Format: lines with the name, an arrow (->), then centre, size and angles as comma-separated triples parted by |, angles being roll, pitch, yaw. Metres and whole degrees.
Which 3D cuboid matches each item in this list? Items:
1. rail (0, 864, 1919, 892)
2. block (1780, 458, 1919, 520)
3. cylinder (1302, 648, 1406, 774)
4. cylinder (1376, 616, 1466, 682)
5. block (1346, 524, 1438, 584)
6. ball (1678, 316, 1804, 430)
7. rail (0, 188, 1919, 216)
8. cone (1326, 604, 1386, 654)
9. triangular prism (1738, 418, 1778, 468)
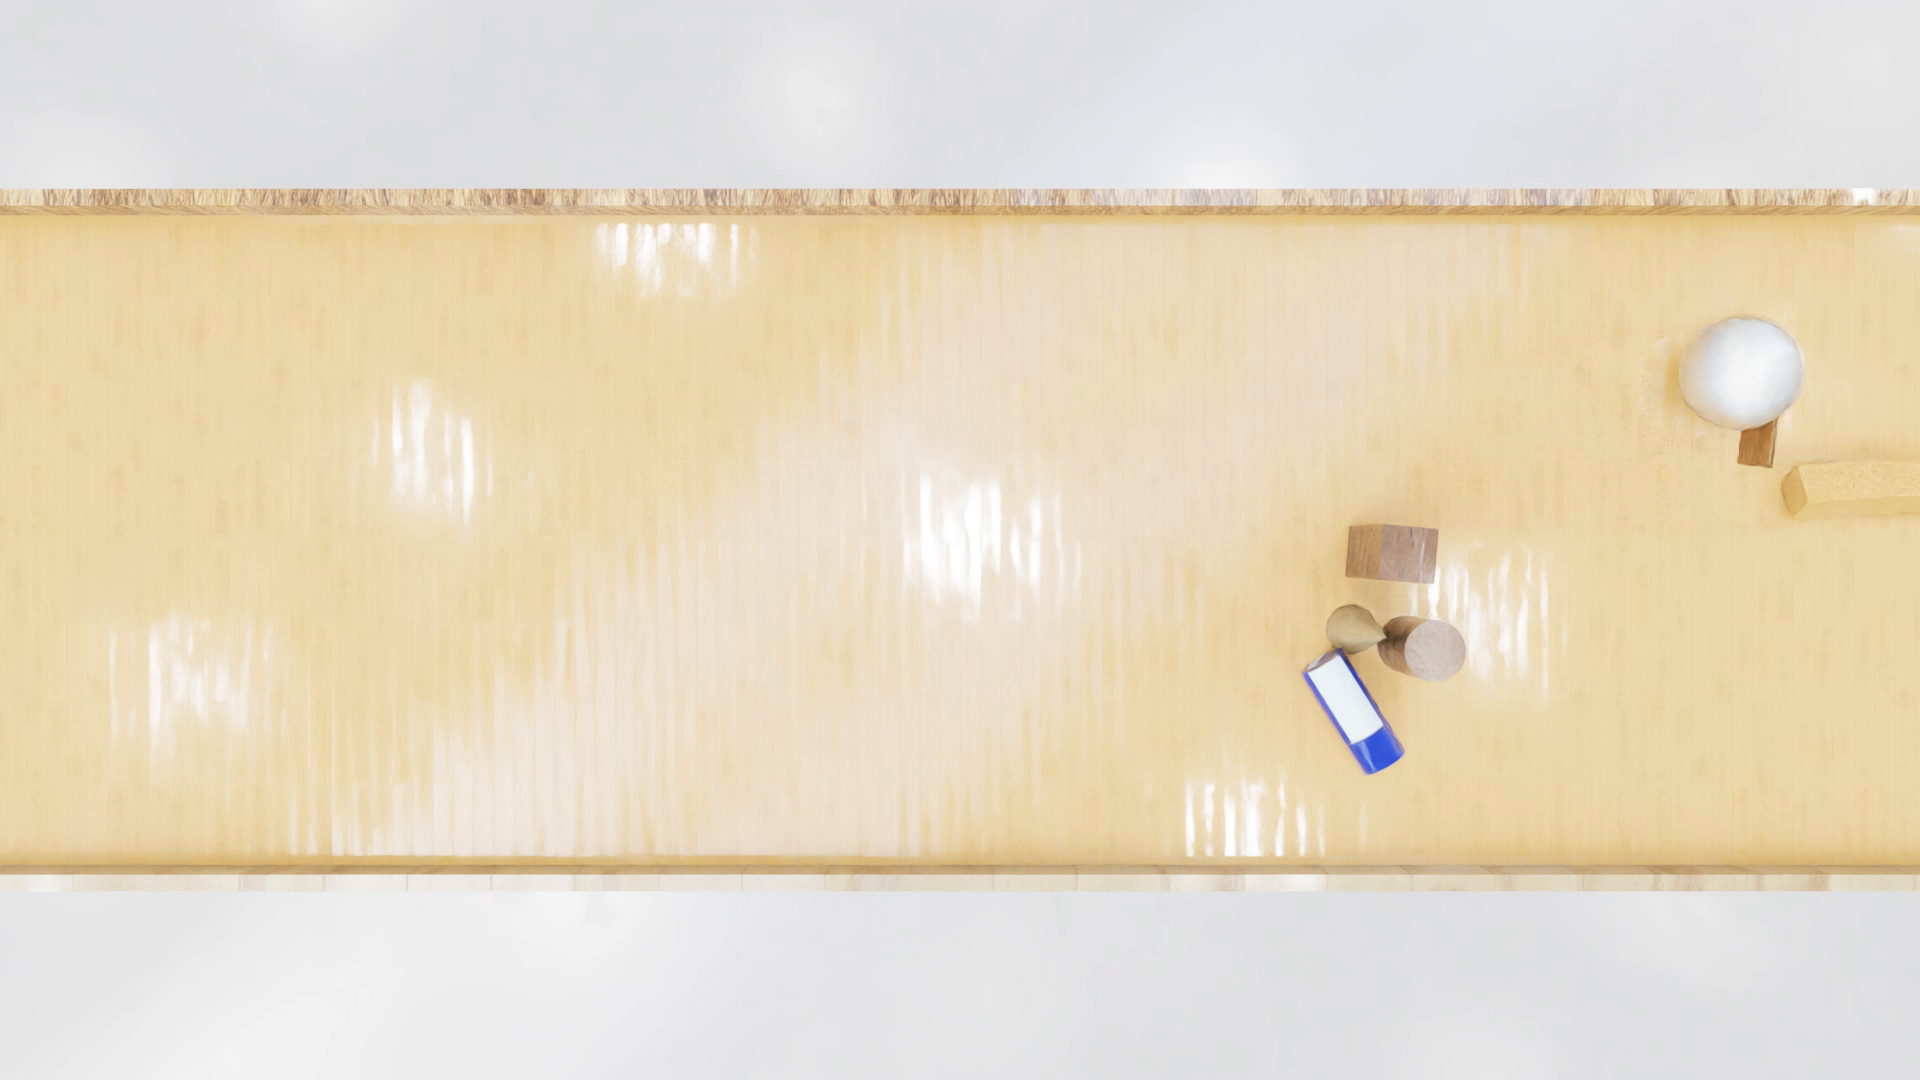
rail -> -2.247, 1.025, 5.001 | 12.000, 0.150, 0.050 | 0, 90, 0
block -> 2.732, -0.156, 4.994 | 0.413, 0.124, 0.124 | -4, 65, 0
cylinder -> 1.193, 0.520, 5.005 | 0.143, 0.143, 0.361 | -32, 90, 0
cylinder -> 1.372, 0.321, 4.919 | 0.178, 0.314, 0.178 | 0, 90, 0
block -> 1.271, 0.041, 4.874 | 0.159, 0.404, 0.159 | 5, 90, 0
ball -> 2.320, -0.496, 4.906 | 0.337, 0.337, 0.337 | 0, 90, 0
rail -> -2.247, -1.025, 5.002 | 12.000, 0.150, 0.050 | 0, 90, 0
cone -> 1.202, 0.275, 4.860 | 0.154, 0.433, 0.154 | 0, 90, 0
triangular prism -> 2.465, -0.401, 5.027 | 0.107, 0.093, 0.348 | 7, 90, 0
